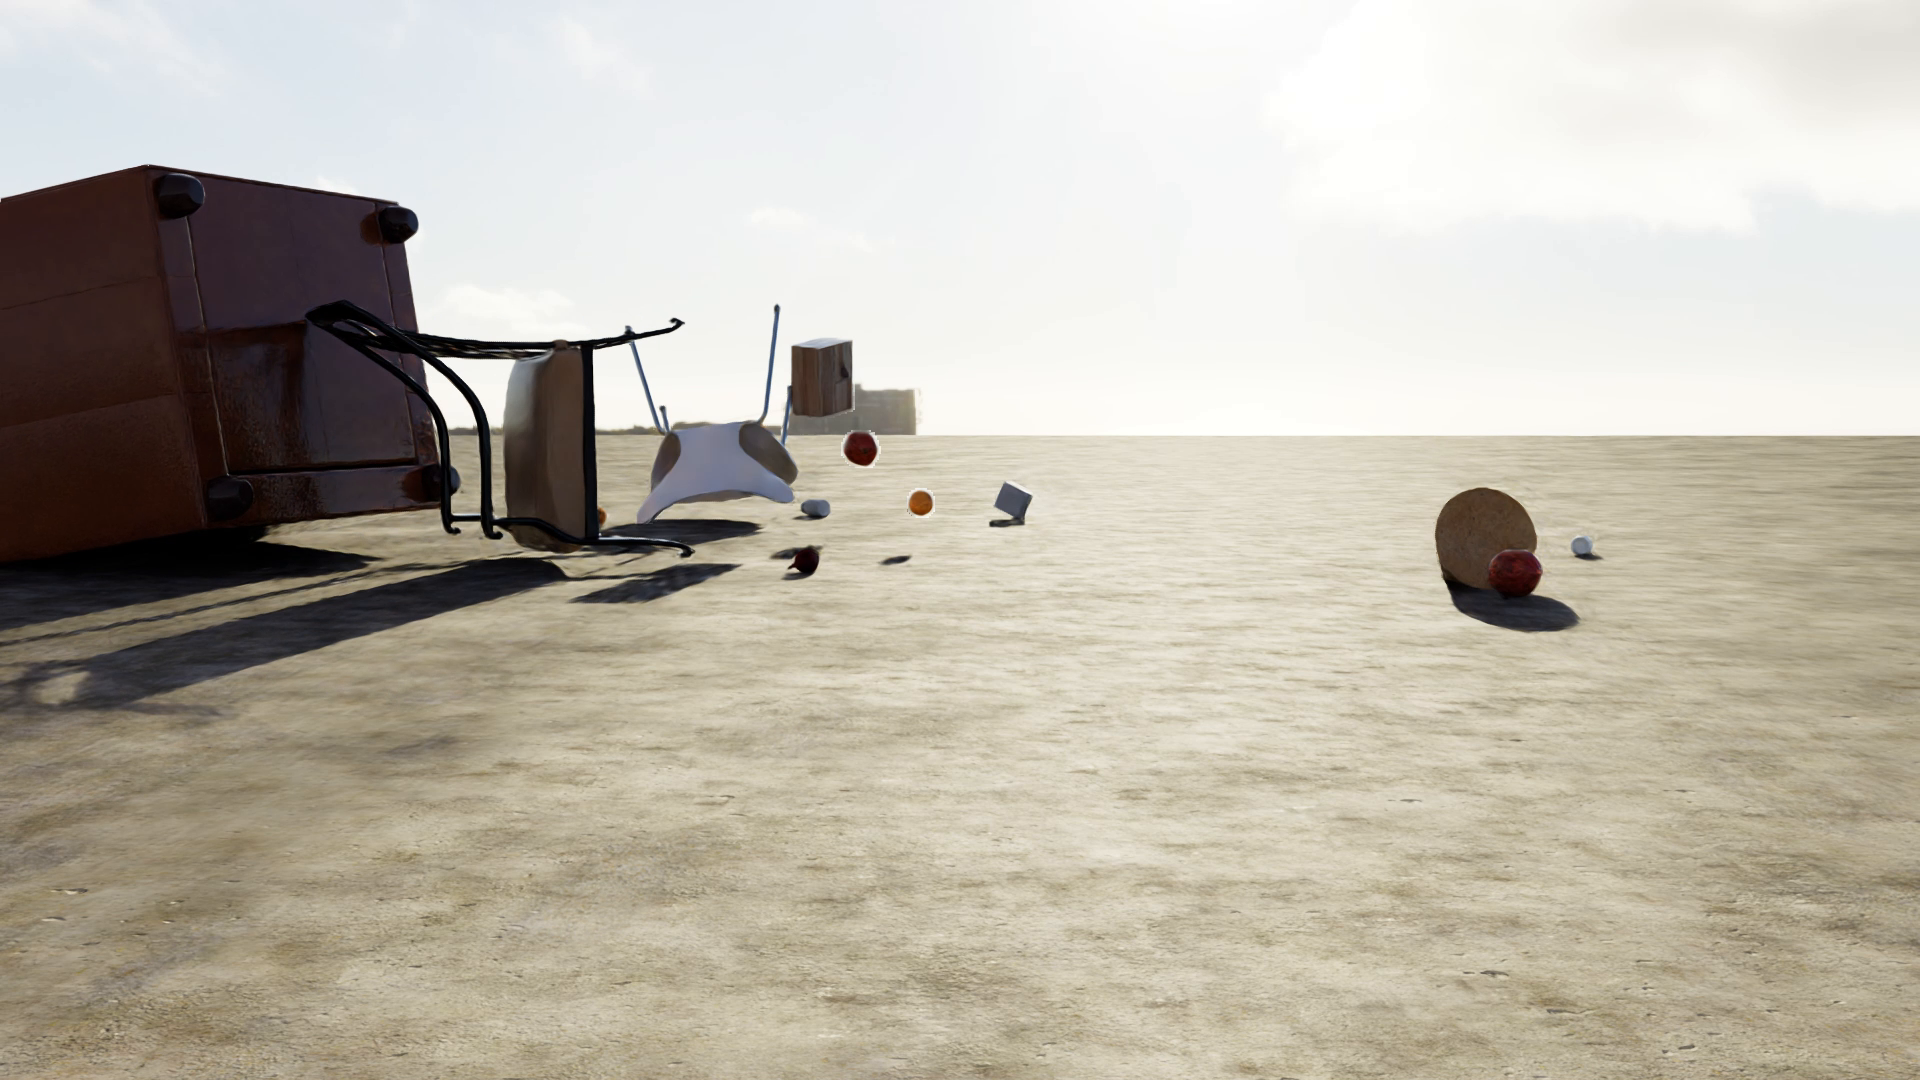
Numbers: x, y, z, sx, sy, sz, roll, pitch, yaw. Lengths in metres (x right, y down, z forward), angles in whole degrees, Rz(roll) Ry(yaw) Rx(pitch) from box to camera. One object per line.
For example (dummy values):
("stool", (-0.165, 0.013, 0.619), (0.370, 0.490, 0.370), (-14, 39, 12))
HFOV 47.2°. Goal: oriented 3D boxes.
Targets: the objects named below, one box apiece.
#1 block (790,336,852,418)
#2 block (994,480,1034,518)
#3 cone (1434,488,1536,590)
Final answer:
("block", (-0.453, -0.535, 7.213), (0.114, 0.229, 0.182), (10, 18, 31))
("block", (0.188, -0.141, 7.666), (0.095, 0.097, 0.072), (27, 13, 18))
("cone", (1.167, 0.044, 5.091), (0.234, 0.256, 0.263), (39, -22, 7))
